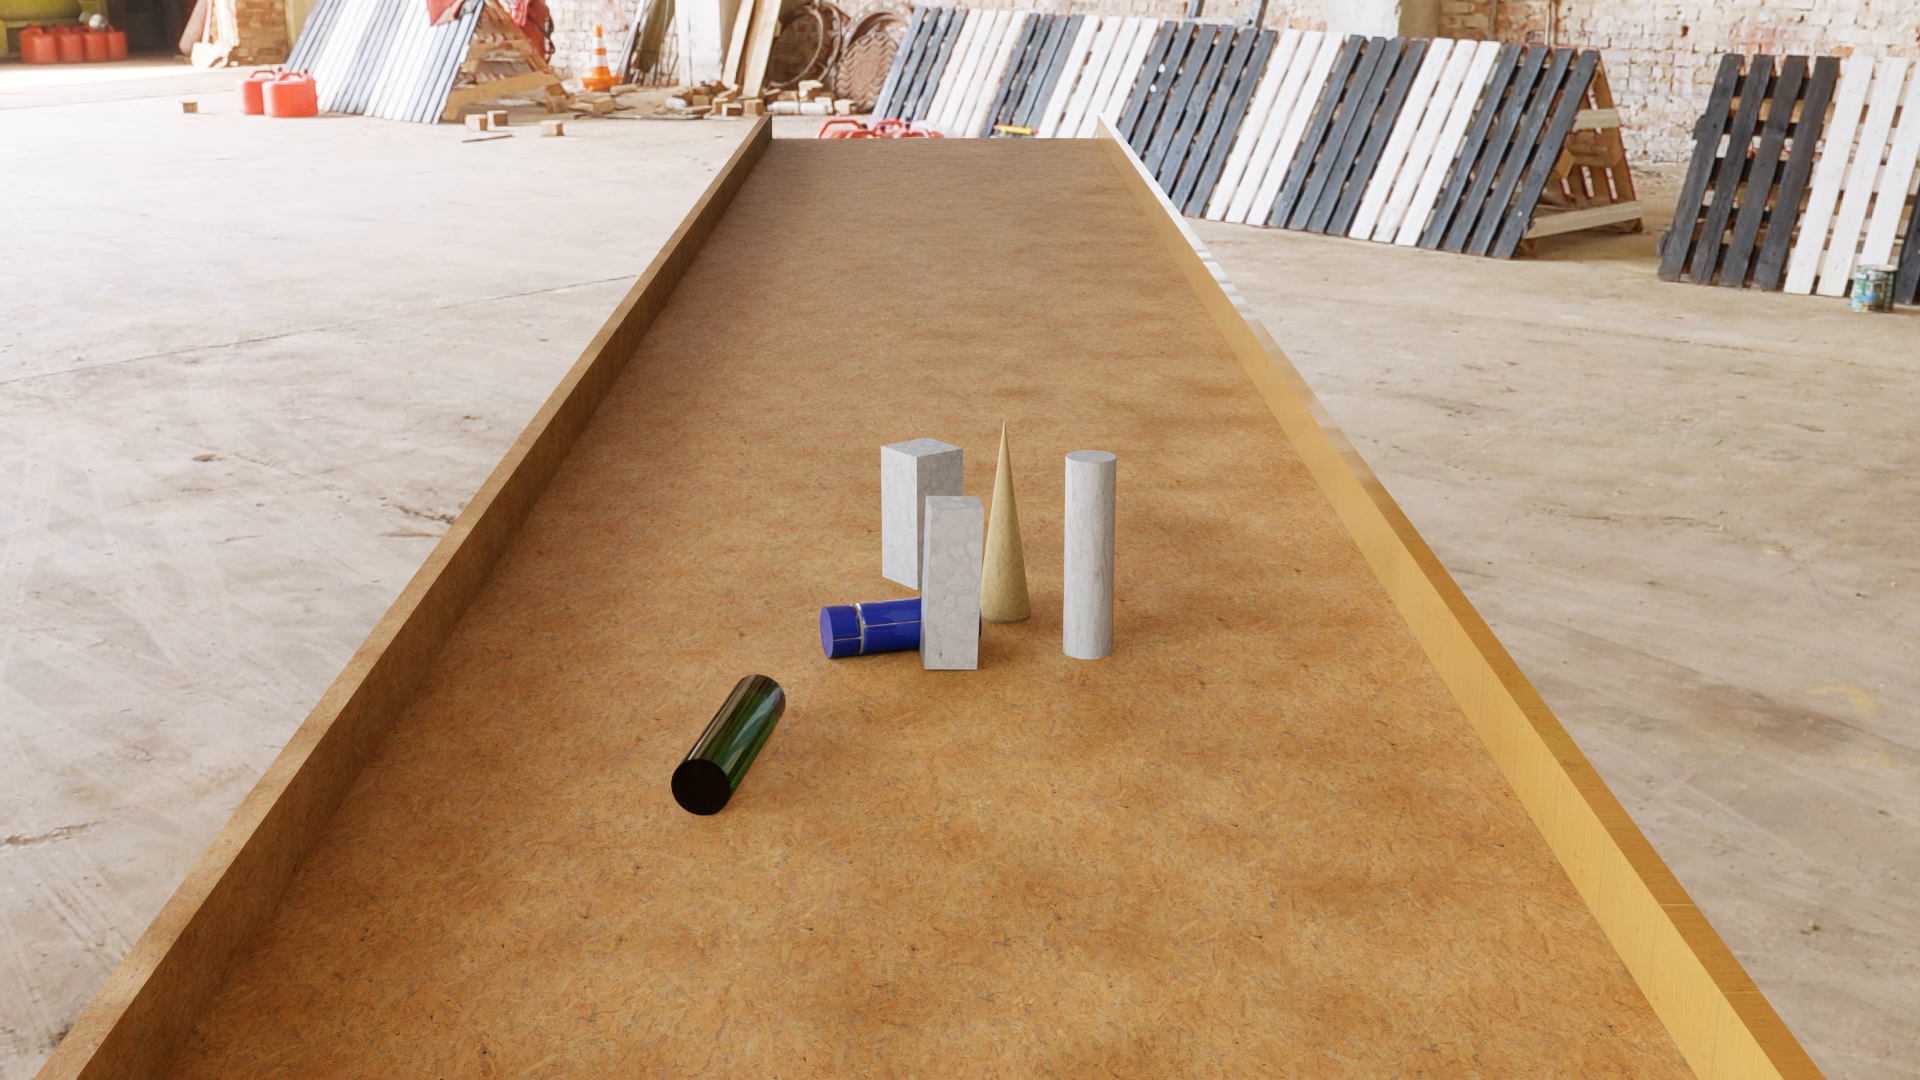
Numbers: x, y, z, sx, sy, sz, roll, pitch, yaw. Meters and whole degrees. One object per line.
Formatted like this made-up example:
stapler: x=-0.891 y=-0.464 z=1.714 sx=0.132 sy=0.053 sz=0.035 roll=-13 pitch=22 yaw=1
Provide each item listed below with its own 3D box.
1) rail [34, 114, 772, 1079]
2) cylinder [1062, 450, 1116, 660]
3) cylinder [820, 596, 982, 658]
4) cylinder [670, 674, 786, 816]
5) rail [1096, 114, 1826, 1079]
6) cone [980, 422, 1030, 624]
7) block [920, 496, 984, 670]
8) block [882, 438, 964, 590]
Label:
rail: x=-1.118 y=-0.838 z=7.780 sx=0.050 sy=0.150 sz=12.000 roll=0 pitch=17 yaw=-1
cylinder: x=0.259 y=0.030 z=4.411 sx=0.101 sy=0.408 sz=0.101 roll=0 pitch=17 yaw=0
cylinder: x=-0.120 y=0.172 z=4.468 sx=0.313 sy=0.103 sz=0.103 roll=-5 pitch=17 yaw=-17
cylinder: x=-0.401 y=0.354 z=3.857 sx=0.103 sy=0.103 sz=0.412 roll=2 pitch=17 yaw=8
rail: x=0.932 y=-0.844 z=7.801 sx=0.050 sy=0.150 sz=12.000 roll=0 pitch=17 yaw=-1
cone: x=0.092 y=-0.047 z=4.625 sx=0.118 sy=0.433 sz=0.118 roll=0 pitch=17 yaw=0
block: x=-0.017 y=0.084 z=4.356 sx=0.104 sy=0.327 sz=0.104 roll=1 pitch=15 yaw=-7
block: x=-0.084 y=-0.060 z=4.897 sx=0.129 sy=0.303 sz=0.129 roll=-13 pitch=21 yaw=-37
